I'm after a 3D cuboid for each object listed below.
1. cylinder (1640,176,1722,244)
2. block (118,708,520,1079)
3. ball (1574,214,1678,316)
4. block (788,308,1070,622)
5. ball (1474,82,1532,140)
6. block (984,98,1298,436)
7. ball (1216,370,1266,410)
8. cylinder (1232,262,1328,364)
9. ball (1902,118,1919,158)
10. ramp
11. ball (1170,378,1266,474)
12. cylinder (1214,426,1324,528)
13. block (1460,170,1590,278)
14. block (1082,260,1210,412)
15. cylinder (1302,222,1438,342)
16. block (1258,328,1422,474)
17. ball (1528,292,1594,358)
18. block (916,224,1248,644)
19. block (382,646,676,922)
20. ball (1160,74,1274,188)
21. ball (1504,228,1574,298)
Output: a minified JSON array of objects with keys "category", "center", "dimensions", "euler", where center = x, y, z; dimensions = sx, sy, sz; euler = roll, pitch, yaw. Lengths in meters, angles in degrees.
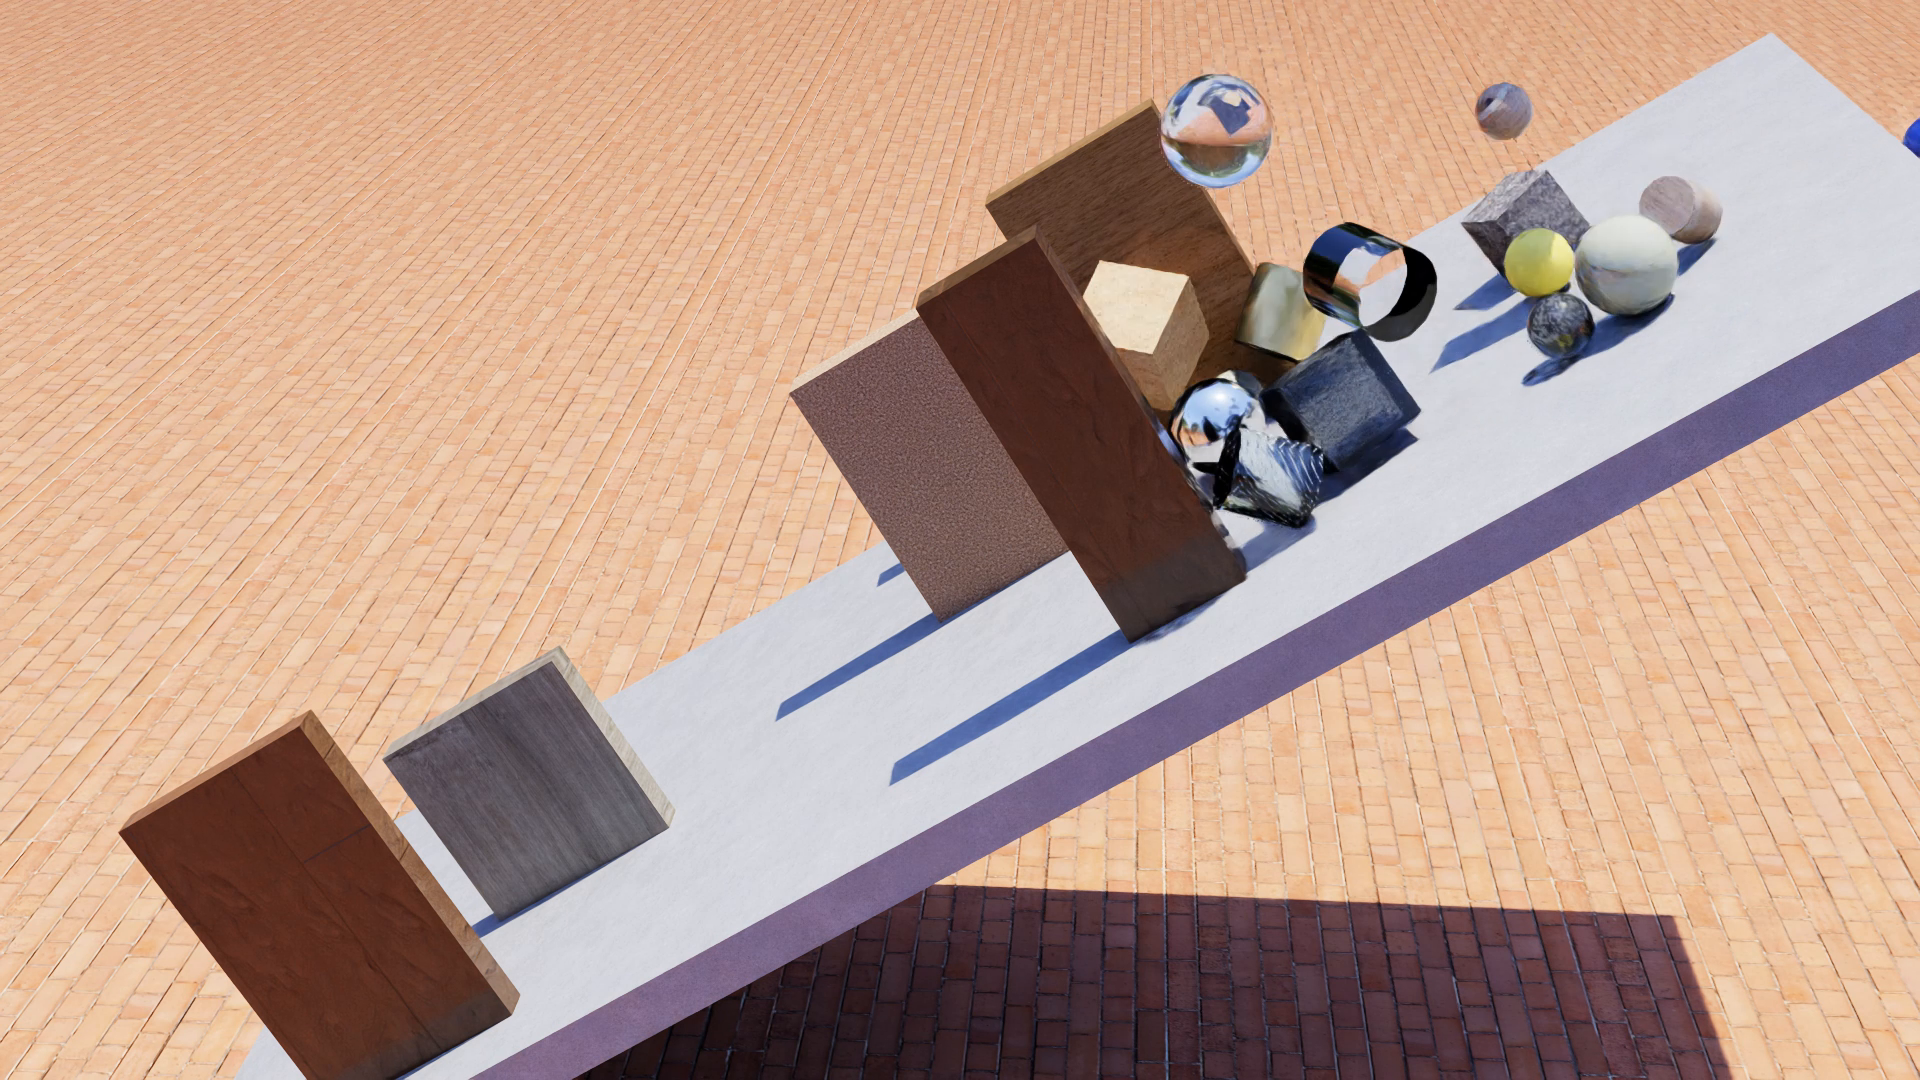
[{"category":"cylinder","center":[1.400,-0.640,5.711],"dimensions":[0.117,0.117,0.117],"euler":[18,7,41]},{"category":"block","center":[-1.252,0.736,5.773],"dimensions":[0.441,0.715,0.085],"euler":[-30,15,13]},{"category":"ball","center":[1.264,-0.521,5.580],"dimensions":[0.194,0.194,0.194],"euler":[0,20,0]},{"category":"block","center":[-0.044,-0.174,6.367],"dimensions":[0.372,0.611,0.109],"euler":[-30,15,13]},{"category":"ball","center":[1.087,-0.856,5.878],"dimensions":[0.114,0.114,0.114],"euler":[0,20,0]},{"category":"block","center":[0.418,-0.571,6.523],"dimensions":[0.423,0.689,0.096],"euler":[-30,15,13]},{"category":"ball","center":[0.599,-0.304,6.393],"dimensions":[0.131,0.131,0.131],"euler":[0,20,0]},{"category":"cylinder","center":[0.703,-0.488,6.359],"dimensions":[0.178,0.178,0.178],"euler":[19,2,-1]},{"category":"ball","center":[1.911,-0.763,5.734],"dimensions":[0.147,0.147,0.147],"euler":[0,20,0]},{"category":"ramp","center":[0.141,0.169,6.290],"dimensions":[4.000,0.100,2.000],"euler":[-30,15,13]},{"category":"ball","center":[0.540,-0.238,6.163],"dimensions":[0.202,0.202,0.202],"euler":[0,20,0]},{"category":"cylinder","center":[0.589,-0.119,5.626],"dimensions":[0.164,0.164,0.164],"euler":[13,18,-8]},{"category":"block","center":[1.194,-0.667,6.217],"dimensions":[0.159,0.159,0.159],"euler":[-45,17,-10]},{"category":"block","center":[0.381,-0.438,6.317],"dimensions":[0.210,0.210,0.210],"euler":[13,62,27]},{"category":"cylinder","center":[0.806,-0.508,5.793],"dimensions":[0.190,0.190,0.190],"euler":[-10,25,-26]},{"category":"block","center":[0.742,-0.269,5.764],"dimensions":[0.201,0.201,0.201],"euler":[-36,3,-6]},{"category":"ball","center":[1.144,-0.408,5.602],"dimensions":[0.126,0.126,0.126],"euler":[0,20,0]},{"category":"block","center":[0.234,-0.195,5.543],"dimensions":[0.258,0.772,0.115],"euler":[-30,15,13]},{"category":"block","center":[-0.920,0.524,6.290],"dimensions":[0.442,0.445,0.090],"euler":[-30,15,13]},{"category":"ball","center":[0.469,-0.747,5.369],"dimensions":[0.207,0.207,0.207],"euler":[0,20,0]},{"category":"ball","center":[1.180,-0.565,5.996],"dimensions":[0.141,0.141,0.141],"euler":[0,20,0]}]
